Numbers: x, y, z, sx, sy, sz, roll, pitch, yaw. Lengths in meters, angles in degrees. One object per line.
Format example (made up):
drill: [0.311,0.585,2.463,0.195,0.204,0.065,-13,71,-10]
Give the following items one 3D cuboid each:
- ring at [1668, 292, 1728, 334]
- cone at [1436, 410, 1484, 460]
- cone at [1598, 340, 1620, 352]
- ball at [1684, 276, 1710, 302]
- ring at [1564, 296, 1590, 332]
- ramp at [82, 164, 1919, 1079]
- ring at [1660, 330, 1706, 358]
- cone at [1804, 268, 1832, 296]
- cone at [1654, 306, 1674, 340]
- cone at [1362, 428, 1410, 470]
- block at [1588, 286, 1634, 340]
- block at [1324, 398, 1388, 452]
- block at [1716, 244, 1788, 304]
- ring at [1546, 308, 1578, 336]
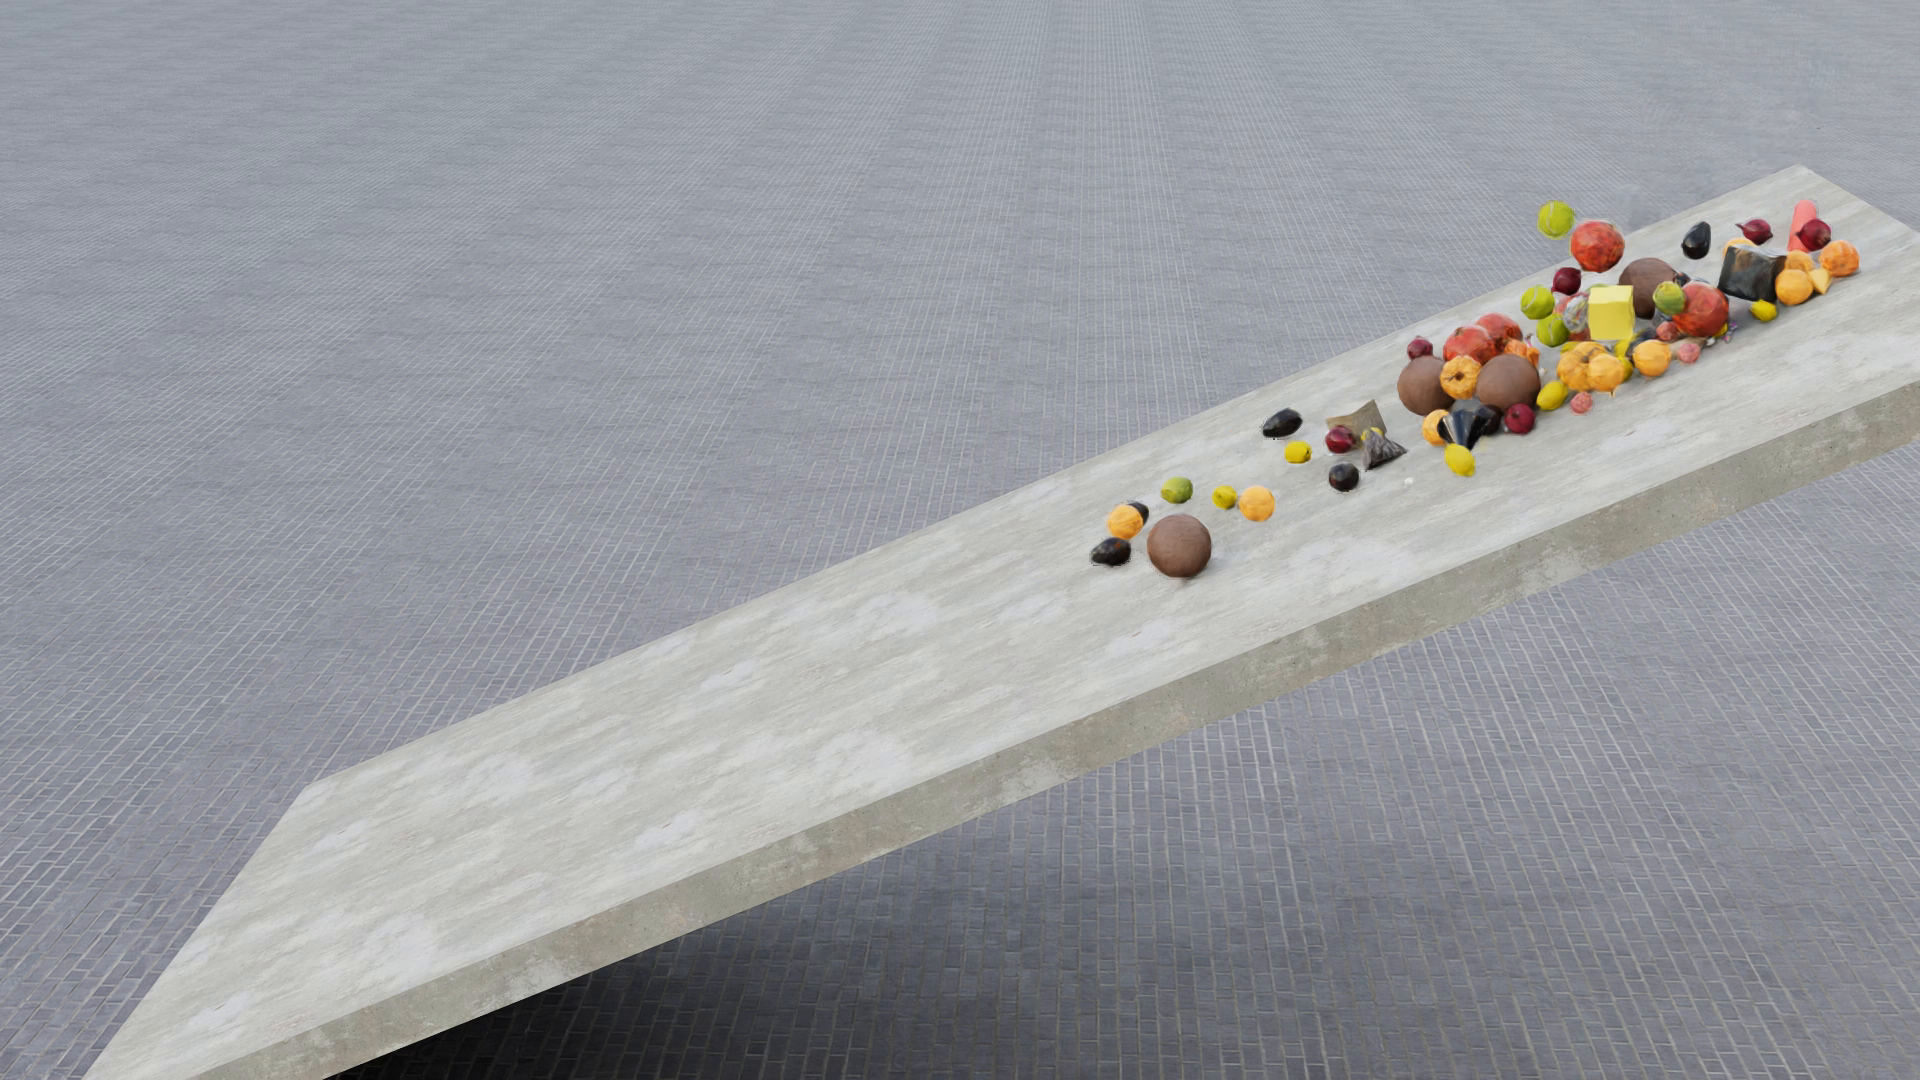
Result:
ring: [1.490,-0.456,5.936,0.133,0.044,0.133,-27,-9,-5]
cone: [0.994,-0.190,5.827,0.095,0.095,0.095,1,46,5]
cone: [1.348,-0.412,6.098,0.075,0.075,0.075,2,46,8]
ball: [1.542,-0.524,6.152,0.054,0.054,0.054,0,15,0]
ring: [1.265,-0.461,6.017,0.077,0.077,0.026,-11,27,-37]
ramp: [0.131,0.170,6.285,4.000,0.100,2.000,-23,13,8]
ring: [1.437,-0.389,5.845,0.098,0.033,0.098,-22,11,5]
cone: [1.706,-0.500,5.820,0.054,0.054,0.054,-1,42,-3]
cone: [1.460,-0.443,6.009,0.071,0.071,0.071,-1,15,2]
cone: [0.878,-0.184,6.026,0.089,0.089,0.089,3,15,-4]
block: [1.319,-0.460,5.956,0.081,0.081,0.081,-1,28,18]
block: [0.840,-0.243,6.244,0.081,0.081,0.081,-34,16,-37]
block: [1.580,-0.532,5.866,0.094,0.094,0.094,19,18,28]
ring: [1.300,-0.471,6.331,0.083,0.028,0.083,33,-7,5]
